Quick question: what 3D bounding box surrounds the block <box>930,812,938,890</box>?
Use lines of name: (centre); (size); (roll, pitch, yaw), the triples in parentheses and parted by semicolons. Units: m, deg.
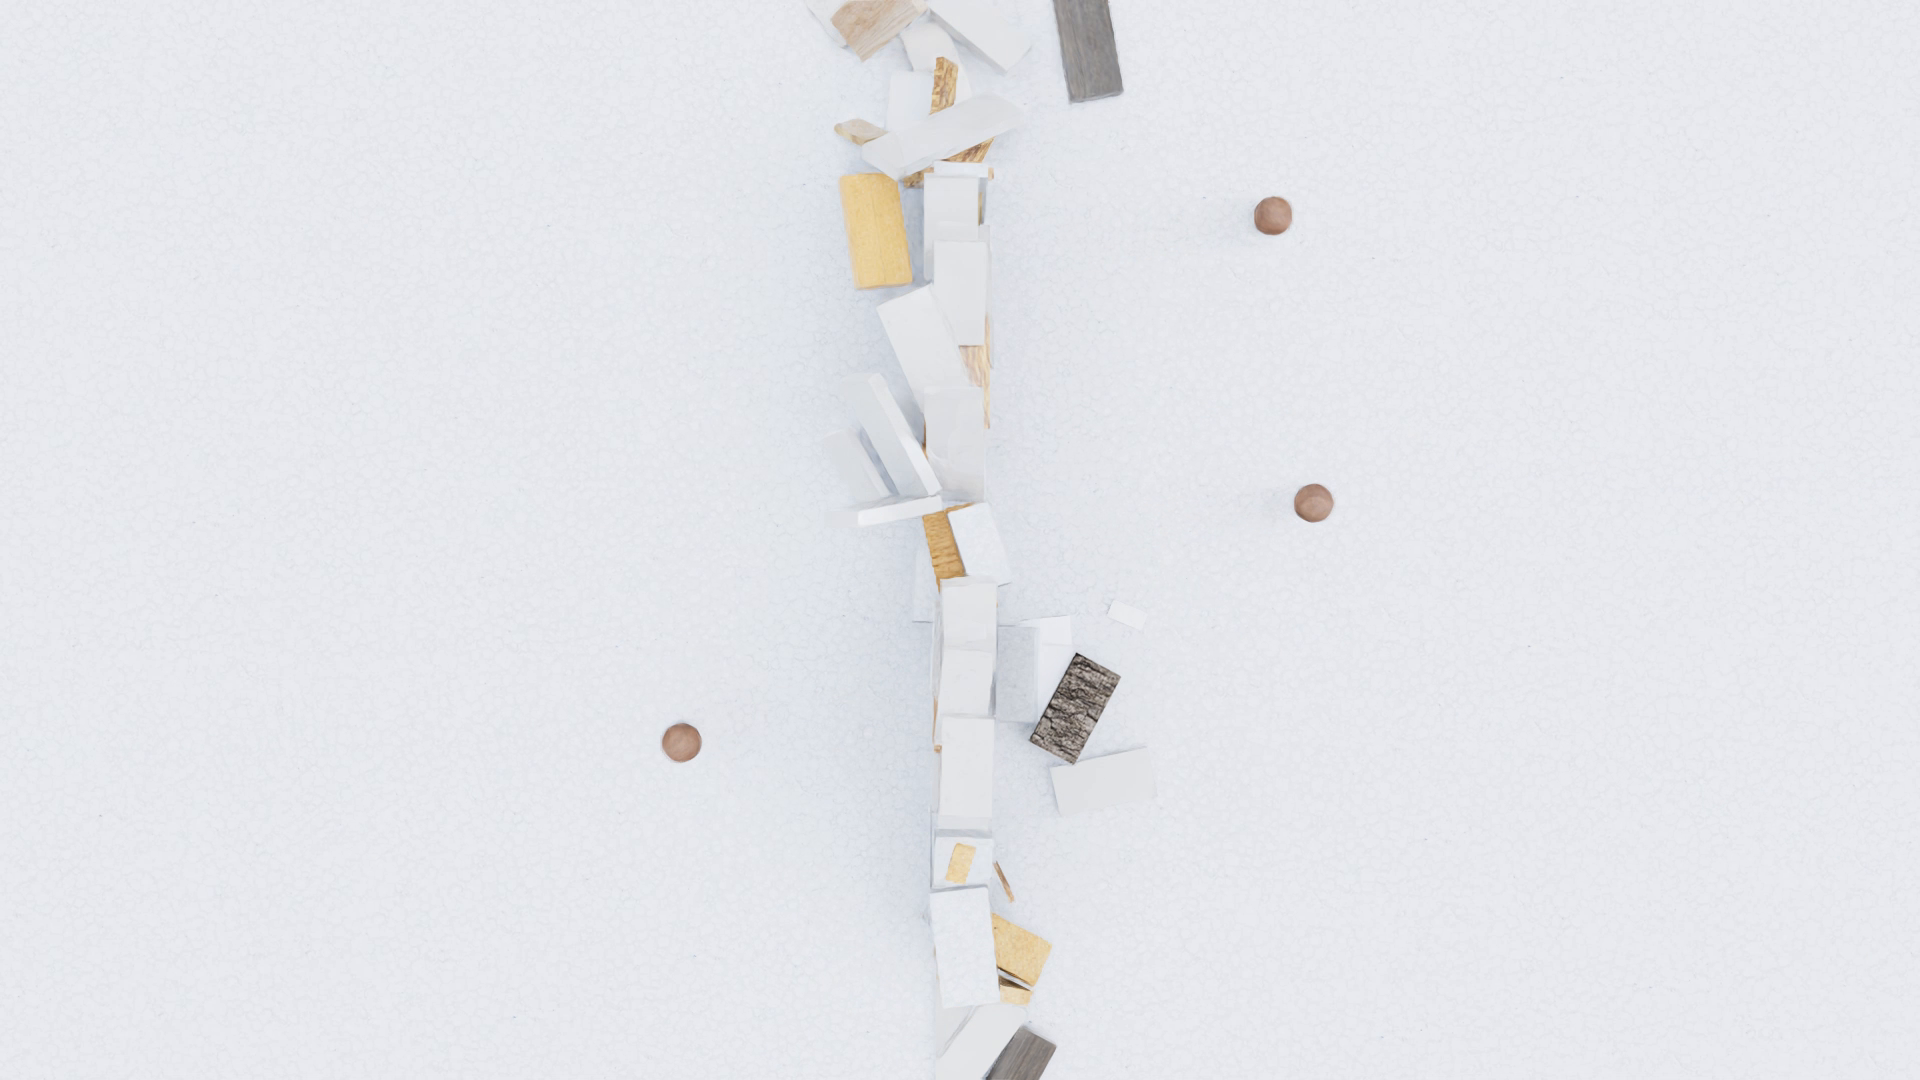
block: (-0.007, 1.054, 5.320); (0.174, 0.049, 0.347); (1, 83, -3)

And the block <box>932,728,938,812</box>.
block: (-0.005, 0.799, 5.428); (0.174, 0.049, 0.347); (1, 75, -1)

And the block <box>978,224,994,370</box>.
block: (0.014, -0.770, 5.235); (0.177, 0.050, 0.454); (-2, 85, -1)

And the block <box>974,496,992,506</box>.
block: (0.002, -0.028, 5.351); (0.133, 0.038, 0.266); (16, 81, 3)

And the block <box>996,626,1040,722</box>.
block: (0.190, 0.442, 5.445); (0.134, 0.038, 0.310); (2, 93, 24)

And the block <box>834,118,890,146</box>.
block: (-0.320, -1.334, 5.404); (0.096, 0.192, 0.027); (-23, 129, -26)

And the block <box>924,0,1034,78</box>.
block: (0.059, -1.697, 5.452); (0.352, 0.043, 0.152); (39, 69, 0)

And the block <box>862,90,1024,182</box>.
block: (-0.048, -1.300, 5.278); (0.157, 0.045, 0.594); (39, 51, 23)

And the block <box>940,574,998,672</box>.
block: (0.027, 0.266, 5.116); (0.166, 0.047, 0.333); (-5, 122, -8)

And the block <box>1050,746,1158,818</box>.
block: (0.477, 0.801, 5.477); (0.330, 0.047, 0.165); (-12, 90, 0)

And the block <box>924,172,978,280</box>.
block: (-0.028, -0.969, 5.107); (0.165, 0.047, 0.329); (1, 122, 0)

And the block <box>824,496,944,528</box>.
block: (-0.238, -0.092, 5.162); (0.342, 0.171, 0.048); (-13, 100, -41)

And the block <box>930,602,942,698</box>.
block: (-0.006, 0.344, 5.217); (0.167, 0.047, 0.333); (-2, 121, -8)

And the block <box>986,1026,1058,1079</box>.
block: (0.184, 1.766, 5.457); (0.147, 0.042, 0.293); (31, 85, -8)

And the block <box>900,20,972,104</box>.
block: (-0.073, -1.563, 5.479); (0.152, 0.043, 0.303); (-21, 90, 0)

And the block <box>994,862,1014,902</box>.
block: (0.135, 1.051, 5.063); (0.018, 0.124, 0.062); (-22, 121, -5)

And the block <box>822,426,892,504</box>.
block: (-0.337, -0.237, 5.378); (0.038, 0.134, 0.267); (-38, 104, -34)

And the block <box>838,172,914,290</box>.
block: (-0.267, -0.984, 5.241); (0.179, 0.051, 0.357); (-8, 88, -18)

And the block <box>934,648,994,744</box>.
block: (0.013, 0.479, 4.998); (0.152, 0.043, 0.304); (5, 57, 3)

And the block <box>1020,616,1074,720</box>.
block: (0.298, 0.423, 5.477); (0.165, 0.047, 0.330); (-6, 90, 0)

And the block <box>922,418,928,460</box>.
block: (-0.033, -0.410, 5.431); (0.165, 0.047, 0.330); (4, 106, 0)

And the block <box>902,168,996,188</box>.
block: (-0.035, -1.163, 5.297); (0.265, 0.133, 0.038); (-8, 93, -33)

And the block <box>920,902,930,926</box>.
block: (0.028, 1.265, 5.425); (0.293, 0.041, 0.146); (36, 66, 0)

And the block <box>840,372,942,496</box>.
block: (-0.219, -0.330, 5.202); (0.051, 0.179, 0.426); (-38, 112, -26)

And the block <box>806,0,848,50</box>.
block: (-0.417, -1.739, 5.486); (0.096, 0.027, 0.192); (-39, 90, 0)

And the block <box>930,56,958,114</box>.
block: (-0.051, -1.476, 5.409); (0.027, 0.096, 0.192); (6, 90, 32)

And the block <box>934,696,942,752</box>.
block: (0.000, 0.557, 5.173); (0.166, 0.447, 0.047); (-1, 105, 0)

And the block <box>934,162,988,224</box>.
block: (0.000, -1.087, 5.272); (0.165, 0.455, 0.047); (2, 78, 0)

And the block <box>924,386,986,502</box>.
block: (-0.013, -0.294, 5.167); (0.179, 0.457, 0.051); (2, 48, 3)

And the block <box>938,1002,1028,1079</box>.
block: (0.078, 1.635, 5.438); (0.147, 0.042, 0.293); (37, 88, -3)

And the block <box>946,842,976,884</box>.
block: (0.001, 0.981, 5.001); (0.062, 0.018, 0.124); (14, 109, -7)

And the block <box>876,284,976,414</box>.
block: (-0.102, -0.587, 5.073); (0.179, 0.051, 0.357); (-20, 101, 20)

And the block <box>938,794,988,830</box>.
block: (0.006, 0.926, 5.076); (0.152, 0.043, 0.324); (0, 118, -2)

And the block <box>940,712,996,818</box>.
block: (0.022, 0.668, 4.890); (0.152, 0.043, 0.304); (2, 103, 4)

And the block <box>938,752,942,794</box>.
block: (0.000, 0.708, 5.224); (0.138, 0.039, 0.436); (-2, 48, -1)

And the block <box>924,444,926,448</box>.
block: (-0.003, -0.458, 5.259); (0.177, 0.050, 0.354); (7, 85, 0)

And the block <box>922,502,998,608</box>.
block: (-0.002, 0.066, 5.235); (0.171, 0.048, 0.342); (-13, 79, -1)

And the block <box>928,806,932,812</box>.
block: (-0.002, 1.044, 5.409); (0.174, 0.049, 0.347); (-3, 71, -4)

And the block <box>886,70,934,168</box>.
block: (-0.162, -1.381, 5.449); (0.158, 0.045, 0.315); (9, 96, 10)

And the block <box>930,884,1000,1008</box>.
block: (0.015, 1.234, 5.014); (0.176, 0.050, 0.352); (-7, 91, 1)

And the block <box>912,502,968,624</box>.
block: (-0.052, 0.072, 5.286); (0.171, 0.048, 0.391); (3, 79, 2)

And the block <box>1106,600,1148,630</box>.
block: (0.557, 0.249, 5.491); (0.124, 0.018, 0.062); (22, 90, 0)

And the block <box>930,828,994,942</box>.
block: (0.003, 1.066, 5.068); (0.176, 0.050, 0.371); (2, 110, -3)

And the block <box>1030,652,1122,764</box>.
block: (0.379, 0.555, 5.430); (0.165, 0.047, 0.330); (28, 89, -1)

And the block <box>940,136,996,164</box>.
block: (0.005, -1.259, 5.444); (0.133, 0.038, 0.266); (28, 90, 0)

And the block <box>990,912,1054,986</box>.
block: (0.141, 1.321, 5.380); (0.293, 0.041, 0.146); (28, 66, 0)

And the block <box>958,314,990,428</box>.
block: (0.003, -0.525, 5.167); (0.177, 0.050, 0.354); (-1, 95, -1)

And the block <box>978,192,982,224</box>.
block: (-0.014, -1.032, 5.309); (0.165, 0.329, 0.047); (2, 78, 0)

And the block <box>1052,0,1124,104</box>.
block: (0.422, -1.644, 5.475); (0.179, 0.051, 0.358); (-10, 90, 0)

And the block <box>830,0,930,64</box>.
block: (-0.264, -1.697, 5.310); (0.179, 0.358, 0.051); (51, 57, -14)

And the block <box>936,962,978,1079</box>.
block: (-0.007, 1.829, 5.479); (0.147, 0.042, 0.837); (0, 90, 0)

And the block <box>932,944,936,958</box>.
block: (-0.007, 1.183, 5.259); (0.146, 0.041, 0.292); (3, 83, -3)

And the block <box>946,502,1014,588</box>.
block: (0.062, 0.026, 5.186); (0.134, 0.038, 0.267); (-16, 78, -9)

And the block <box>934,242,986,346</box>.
block: (-0.001, -0.759, 5.079); (0.158, 0.045, 0.315); (0, 103, -1)

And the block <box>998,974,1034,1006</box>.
block: (0.083, 1.409, 5.240); (0.176, 0.352, 0.050); (19, 81, 30)
